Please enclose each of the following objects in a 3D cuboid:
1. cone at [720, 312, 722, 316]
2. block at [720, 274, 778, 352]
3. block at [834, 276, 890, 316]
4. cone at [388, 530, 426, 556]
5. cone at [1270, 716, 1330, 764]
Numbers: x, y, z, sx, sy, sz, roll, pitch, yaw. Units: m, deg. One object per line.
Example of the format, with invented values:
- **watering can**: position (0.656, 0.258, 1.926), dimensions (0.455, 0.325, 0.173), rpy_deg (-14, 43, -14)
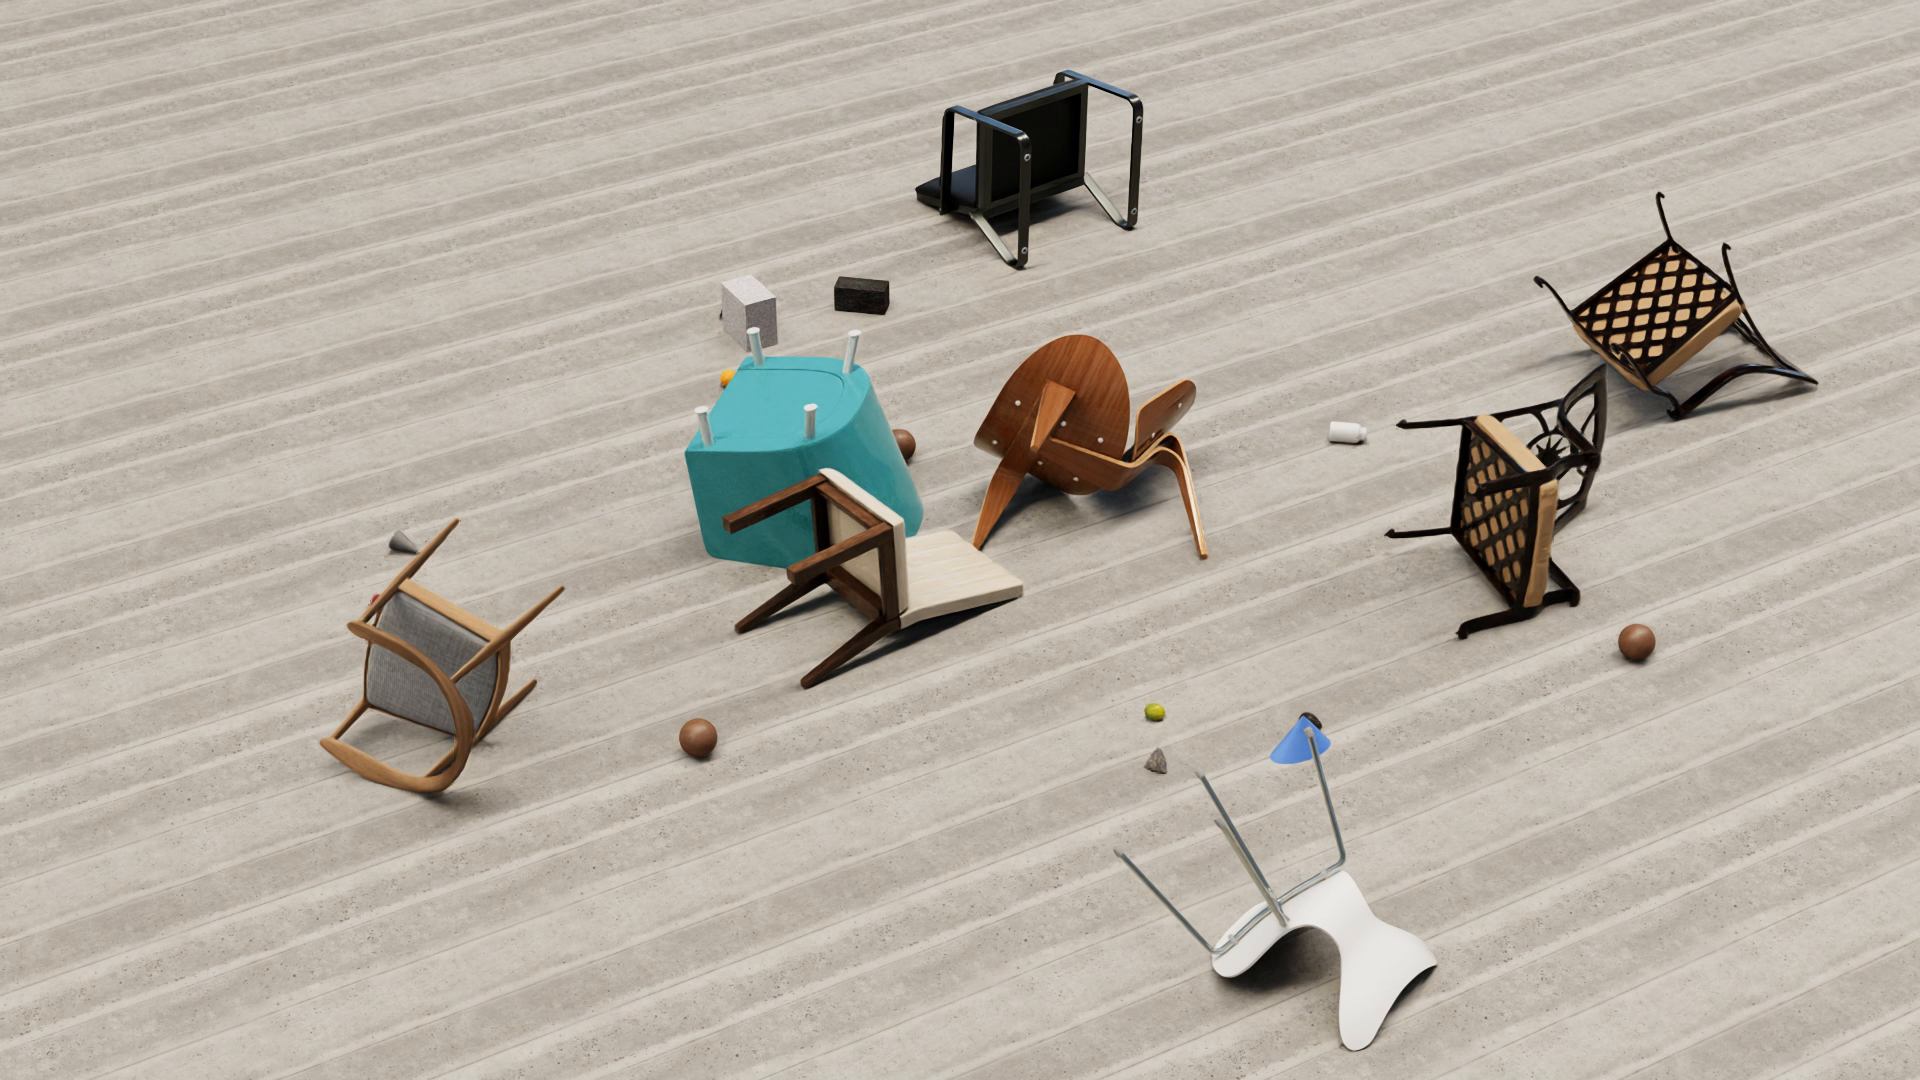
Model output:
- **cone**: position (-0.957, -0.960, 12.375), dimensions (0.097, 0.061, 0.087), rpy_deg (19, 32, -2)
- **block**: position (-0.875, -0.941, 12.169), dimensions (0.141, 0.223, 0.226), rpy_deg (-18, 37, -25)
- **block**: position (-0.415, -1.034, 12.411), dimensions (0.218, 0.113, 0.100), rpy_deg (6, 34, 9)
- **cone**: position (-2.035, 0.030, 10.866), dimensions (0.140, 0.075, 0.082), rpy_deg (26, 20, 11)
- **cone**: position (1.147, 0.646, 9.832), dimensions (0.237, 0.145, 0.119), rpy_deg (-18, 37, -25)
